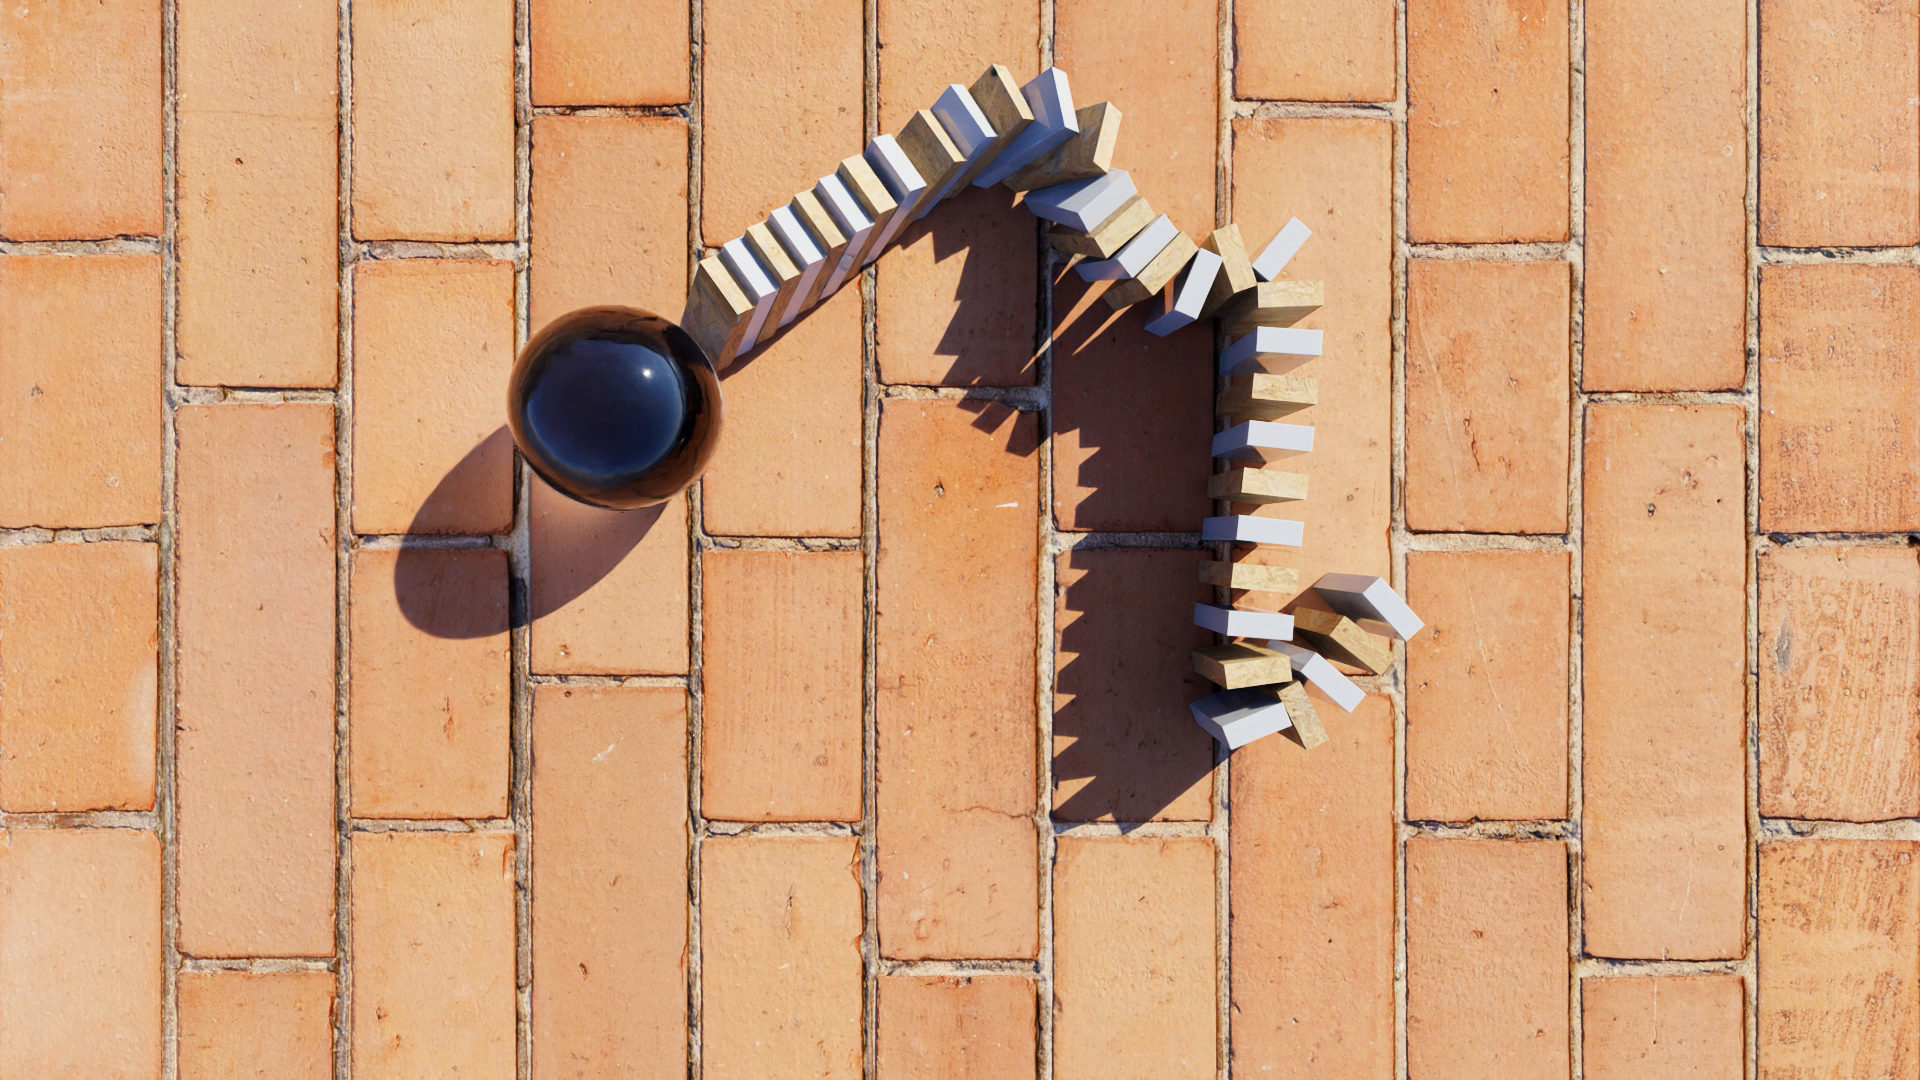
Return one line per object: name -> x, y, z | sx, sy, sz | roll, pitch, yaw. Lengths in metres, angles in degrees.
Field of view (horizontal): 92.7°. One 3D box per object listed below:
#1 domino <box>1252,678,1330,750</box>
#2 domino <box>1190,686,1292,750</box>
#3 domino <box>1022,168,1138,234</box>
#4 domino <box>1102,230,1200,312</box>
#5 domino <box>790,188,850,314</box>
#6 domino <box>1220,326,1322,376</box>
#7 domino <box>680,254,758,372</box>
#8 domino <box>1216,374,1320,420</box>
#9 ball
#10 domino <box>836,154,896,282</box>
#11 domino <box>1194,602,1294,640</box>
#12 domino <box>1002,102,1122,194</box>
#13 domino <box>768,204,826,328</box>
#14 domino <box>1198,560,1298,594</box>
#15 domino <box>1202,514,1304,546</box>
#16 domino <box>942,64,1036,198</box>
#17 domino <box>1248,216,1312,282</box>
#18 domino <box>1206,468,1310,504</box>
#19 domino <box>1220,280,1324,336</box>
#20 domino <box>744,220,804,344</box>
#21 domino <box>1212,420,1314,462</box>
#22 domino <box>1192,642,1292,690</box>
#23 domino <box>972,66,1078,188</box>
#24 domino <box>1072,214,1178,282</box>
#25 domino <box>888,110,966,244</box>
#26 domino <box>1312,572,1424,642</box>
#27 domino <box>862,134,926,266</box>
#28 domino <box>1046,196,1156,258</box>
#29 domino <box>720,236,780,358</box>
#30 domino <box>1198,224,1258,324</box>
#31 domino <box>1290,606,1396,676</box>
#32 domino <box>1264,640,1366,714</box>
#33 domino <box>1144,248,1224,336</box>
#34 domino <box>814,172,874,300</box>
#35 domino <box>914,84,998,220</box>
domino -> 0.131, 0.067, 0.375 | 0.010, 0.050, 0.025 | -27, 90, 0
domino -> 0.113, 0.071, 0.375 | 0.025, 0.050, 0.009 | -22, 90, 0
domino -> 0.048, -0.142, 0.377 | 0.025, 0.050, 0.009 | -40, 125, 0
domino -> 0.076, -0.109, 0.375 | 0.009, 0.050, 0.025 | 45, 90, -10
domino -> -0.064, -0.117, 0.376 | 0.009, 0.050, 0.025 | -36, 90, -31
domino -> 0.126, -0.076, 0.375 | 0.025, 0.050, 0.009 | 4, 90, 0
domino -> -0.100, -0.092, 0.376 | 0.010, 0.050, 0.025 | -36, 90, -31
domino -> 0.124, -0.058, 0.375 | 0.025, 0.050, 0.009 | 5, 90, 0
ball -> -0.134, -0.052, 0.360 | 0.080, 0.080, 0.080 | 0, 90, 0
domino -> -0.046, -0.131, 0.376 | 0.010, 0.050, 0.025 | -36, 90, -32
domino -> 0.115, 0.033, 0.375 | 0.025, 0.050, 0.010 | 5, 90, 0
domino -> 0.041, -0.161, 0.378 | 0.009, 0.050, 0.025 | 17, 85, -43
domino -> -0.073, -0.111, 0.376 | 0.009, 0.050, 0.025 | -36, 90, -31
domino -> 0.117, 0.015, 0.375 | 0.025, 0.050, 0.009 | 6, 90, 0
domino -> 0.118, -0.003, 0.375 | 0.025, 0.050, 0.010 | 6, 90, 0
domino -> 0.005, -0.168, 0.380 | 0.050, 0.010, 0.025 | -30, 87, 40
domino -> 0.123, -0.111, 0.375 | 0.009, 0.050, 0.025 | 40, 90, -1
domino -> 0.121, -0.022, 0.375 | 0.025, 0.050, 0.010 | 6, 90, 0
domino -> 0.126, -0.094, 0.375 | 0.025, 0.050, 0.009 | -2, 90, 0
domino -> -0.082, -0.104, 0.376 | 0.009, 0.050, 0.025 | -36, 89, -31
domino -> 0.123, -0.040, 0.375 | 0.025, 0.050, 0.009 | 6, 90, 0
domino -> 0.114, 0.051, 0.375 | 0.025, 0.050, 0.009 | -8, 90, 0
domino -> 0.024, -0.169, 0.379 | 0.050, 0.009, 0.025 | -15, 85, 42
domino -> 0.066, -0.119, 0.375 | 0.025, 0.050, 0.009 | -44, 109, 0
domino -> -0.023, -0.150, 0.381 | 0.050, 0.009, 0.025 | -36, 90, 39
domino -> 0.166, 0.026, 0.375 | 0.010, 0.050, 0.025 | -43, 90, 0
domino -> -0.035, -0.139, 0.377 | 0.010, 0.050, 0.025 | -36, 90, -36
domino -> 0.056, -0.129, 0.376 | 0.025, 0.050, 0.010 | -40, 117, 0
domino -> -0.091, -0.098, 0.376 | 0.009, 0.050, 0.025 | -36, 90, -31
domino -> 0.105, -0.108, 0.375 | 0.010, 0.050, 0.025 | -19, 90, -1
domino -> 0.154, 0.040, 0.375 | 0.025, 0.050, 0.009 | 38, 90, 0
domino -> 0.143, 0.055, 0.375 | 0.025, 0.050, 0.010 | 40, 90, 0
domino -> 0.090, -0.100, 0.374 | 0.010, 0.050, 0.025 | 23, 94, -4
domino -> -0.054, -0.123, 0.376 | 0.009, 0.050, 0.025 | -36, 90, -31
domino -> -0.010, -0.160, 0.380 | 0.050, 0.009, 0.025 | -35, 90, 40
